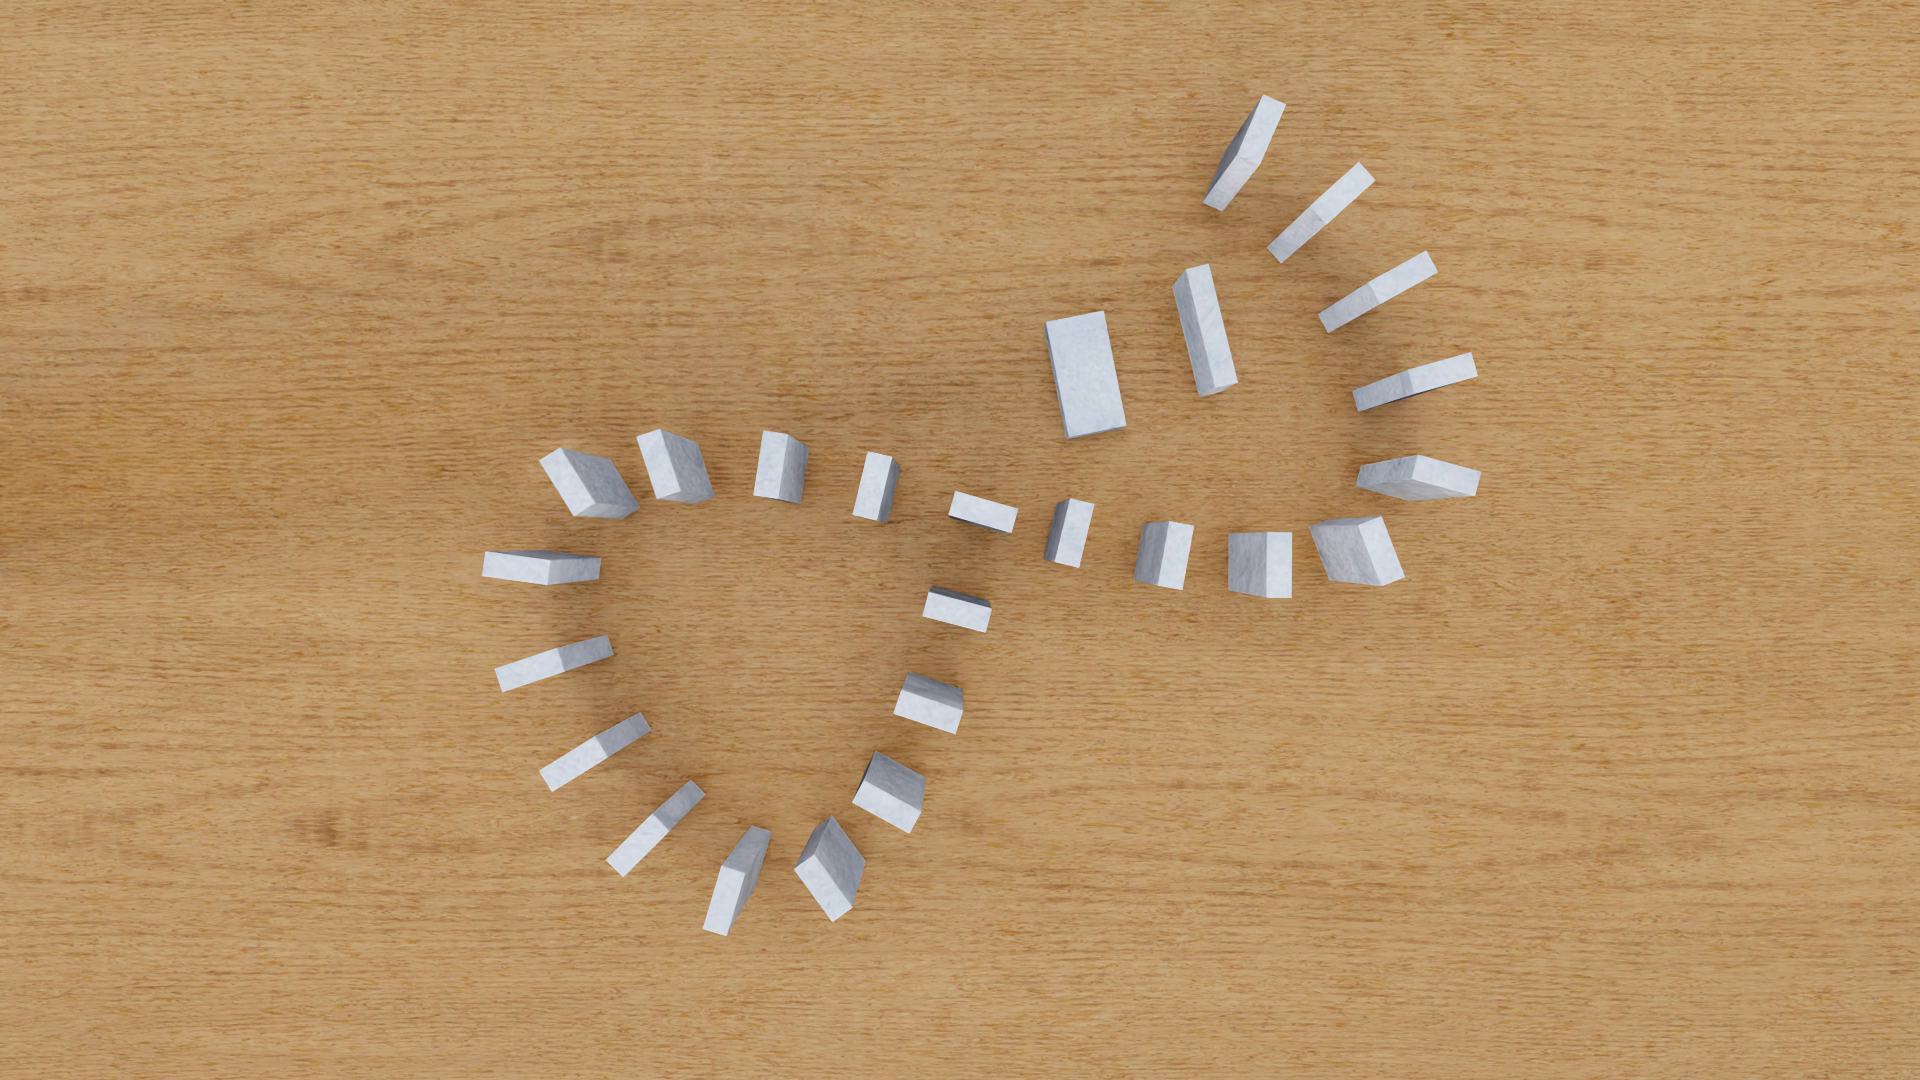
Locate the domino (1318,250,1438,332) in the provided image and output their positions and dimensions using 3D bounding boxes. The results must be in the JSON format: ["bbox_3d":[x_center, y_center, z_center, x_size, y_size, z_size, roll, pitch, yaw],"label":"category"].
[{"bbox_3d":[0.169,-0.101,0.375,0.025,0.050,0.009,-29,90,0],"label":"domino"}]

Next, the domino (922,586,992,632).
[{"bbox_3d":[-0.001,0.028,0.375,0.025,0.050,0.009,15,90,0],"label":"domino"}]

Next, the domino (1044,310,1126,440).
[{"bbox_3d":[0.054,-0.071,0.395,0.025,0.010,0.050,-11,90,0],"label":"domino"}]

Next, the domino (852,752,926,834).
[{"bbox_3d":[-0.028,0.102,0.375,0.025,0.050,0.010,29,90,0],"label":"domino"}]

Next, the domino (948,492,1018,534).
[{"bbox_3d":[0.009,-0.011,0.375,0.025,0.050,0.009,16,90,0],"label":"domino"}]

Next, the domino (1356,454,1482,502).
[{"bbox_3d":[0.186,-0.025,0.375,0.025,0.050,0.010,15,90,0],"label":"domino"}]

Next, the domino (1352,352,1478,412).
[{"bbox_3d":[0.185,-0.064,0.375,0.025,0.050,0.010,-16,90,0],"label":"domino"}]

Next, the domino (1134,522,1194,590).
[{"bbox_3d":[0.083,0.006,0.375,0.010,0.050,0.025,10,90,0],"label":"domino"}]

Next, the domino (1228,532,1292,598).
[{"bbox_3d":[0.122,0.010,0.375,0.010,0.050,0.025,0,90,0],"label":"domino"}]

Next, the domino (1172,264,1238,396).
[{"bbox_3d":[0.103,-0.088,0.388,0.010,0.025,0.050,-14,90,0],"label":"domino"}]

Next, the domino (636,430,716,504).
[{"bbox_3d":[-0.115,-0.029,0.375,0.009,0.050,0.025,-18,90,0],"label":"domino"}]

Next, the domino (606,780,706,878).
[{"bbox_3d":[-0.123,0.117,0.375,0.025,0.050,0.009,-45,90,0],"label":"domino"}]

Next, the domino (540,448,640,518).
[{"bbox_3d":[-0.150,-0.022,0.375,0.009,0.050,0.025,-32,90,0],"label":"domino"}]

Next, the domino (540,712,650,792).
[{"bbox_3d":[-0.148,0.086,0.375,0.025,0.050,0.009,-32,90,0],"label":"domino"}]

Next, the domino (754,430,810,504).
[{"bbox_3d":[-0.072,-0.029,0.375,0.010,0.050,0.025,9,90,0],"label":"domino"}]

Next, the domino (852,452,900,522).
[{"bbox_3d":[-0.034,-0.021,0.375,0.009,0.050,0.025,13,90,0],"label":"domino"}]

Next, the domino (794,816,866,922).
[{"bbox_3d":[-0.052,0.133,0.375,0.009,0.050,0.025,-36,90,0],"label":"domino"}]

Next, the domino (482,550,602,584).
[{"bbox_3d":[-0.170,0.011,0.375,0.025,0.050,0.009,8,90,0],"label":"domino"}]

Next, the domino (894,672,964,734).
[{"bbox_3d":[-0.012,0.066,0.375,0.025,0.050,0.010,18,90,0],"label":"domino"}]

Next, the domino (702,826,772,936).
[{"bbox_3d":[-0.090,0.138,0.375,0.009,0.050,0.025,17,90,0],"label":"domino"}]

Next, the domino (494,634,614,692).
[{"bbox_3d":[-0.164,0.050,0.375,0.025,0.050,0.010,-19,90,0],"label":"domino"}]

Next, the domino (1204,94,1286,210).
[{"bbox_3d":[0.115,-0.157,0.375,0.009,0.050,0.025,23,90,0],"label":"domino"}]

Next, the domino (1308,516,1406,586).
[{"bbox_3d":[0.161,0.004,0.375,0.009,0.050,0.025,-21,90,0],"label":"domino"}]

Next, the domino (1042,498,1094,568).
[{"bbox_3d":[0.044,-0.003,0.375,0.009,0.050,0.025,14,90,0],"label":"domino"}]

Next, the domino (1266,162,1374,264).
[{"bbox_3d":[0.146,-0.133,0.375,0.025,0.050,0.009,-42,90,0],"label":"domino"}]
